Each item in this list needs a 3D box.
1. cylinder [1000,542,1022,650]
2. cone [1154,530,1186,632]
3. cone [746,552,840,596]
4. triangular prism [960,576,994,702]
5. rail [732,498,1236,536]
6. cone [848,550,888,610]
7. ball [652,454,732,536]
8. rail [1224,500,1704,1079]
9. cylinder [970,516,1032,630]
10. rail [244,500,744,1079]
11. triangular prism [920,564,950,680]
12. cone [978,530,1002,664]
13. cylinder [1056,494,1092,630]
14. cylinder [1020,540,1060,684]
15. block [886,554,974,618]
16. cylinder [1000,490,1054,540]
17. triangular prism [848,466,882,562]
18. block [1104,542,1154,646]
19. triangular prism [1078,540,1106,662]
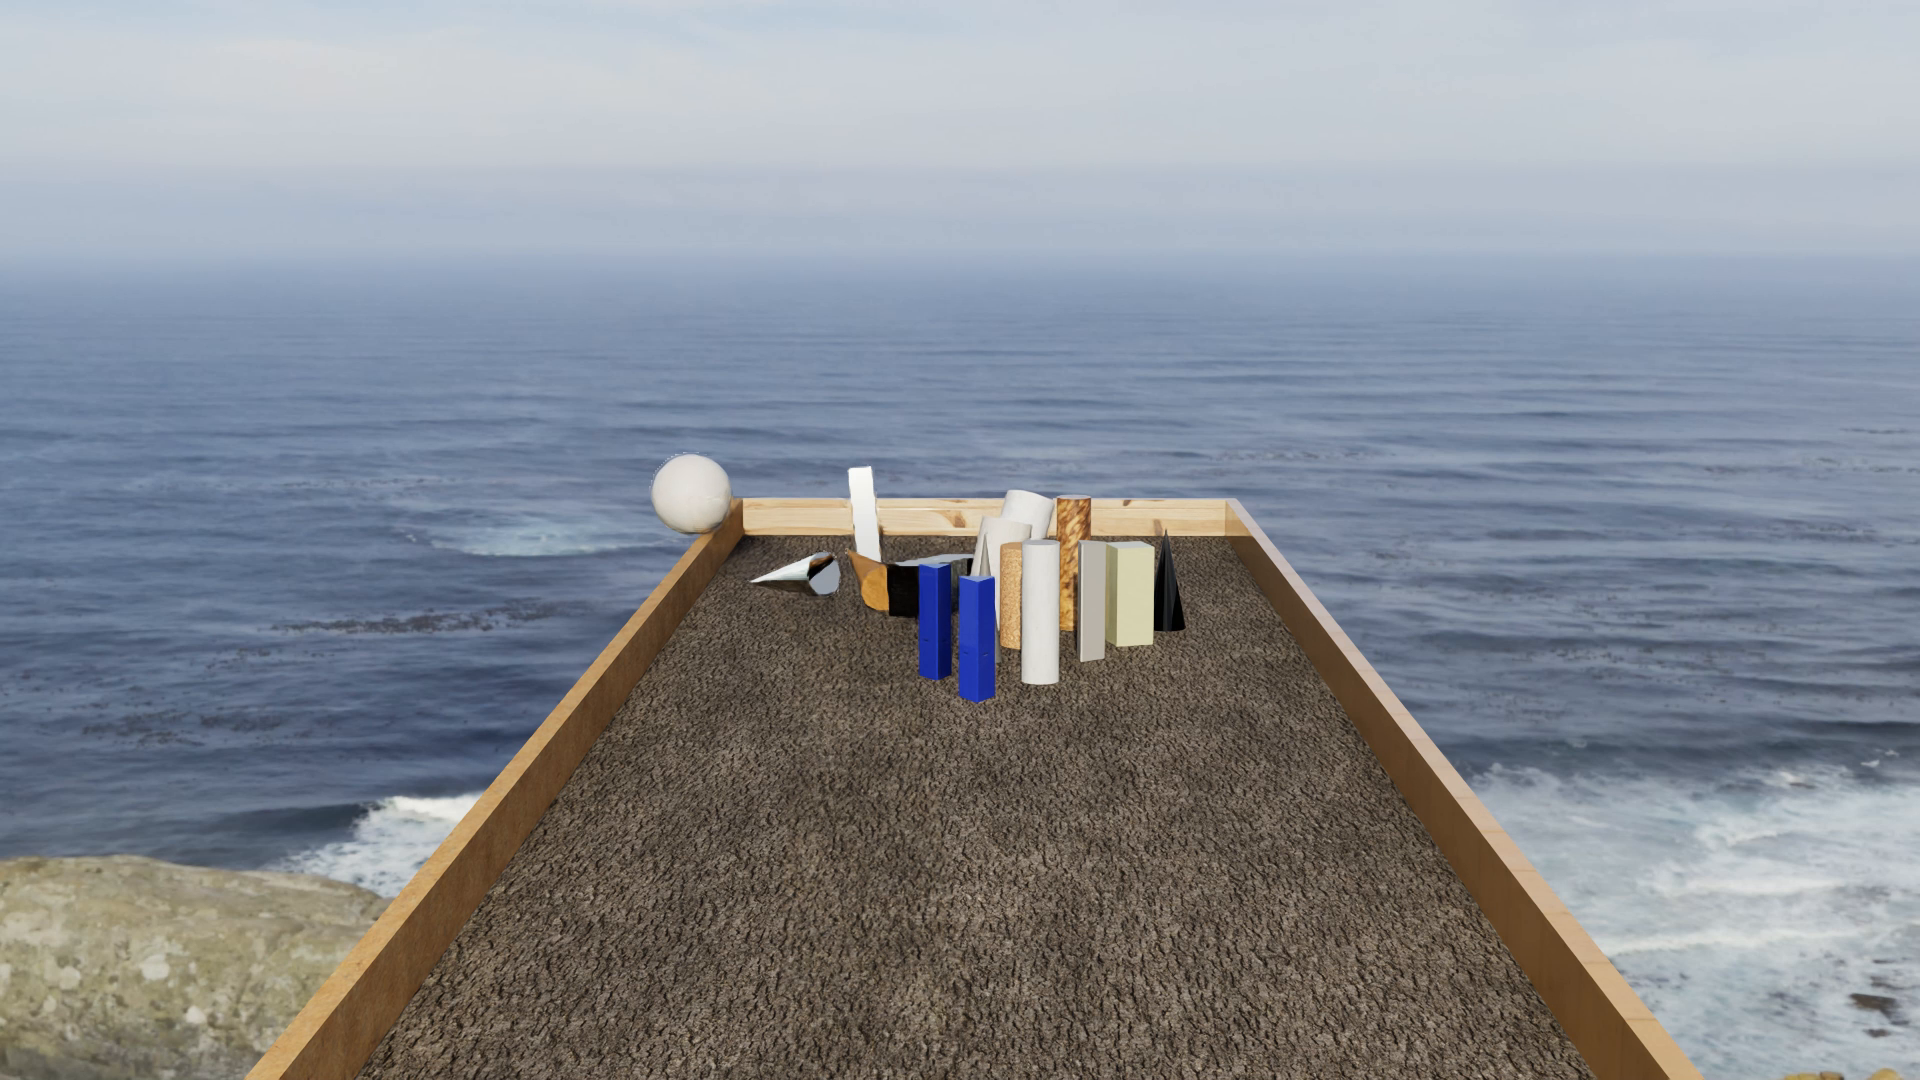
[{"bbox_3d":[0.212,0.173,6.919,0.172,0.313,0.172,0,9,0],"label":"cylinder"},{"bbox_3d":[0.670,0.121,7.177,0.140,0.334,0.140,0,9,0],"label":"cone"},{"bbox_3d":[-0.630,0.139,7.883,0.405,0.159,0.159,-7,2,41],"label":"cone"},{"bbox_3d":[0.036,0.275,6.178,0.086,0.343,0.099,5,10,30],"label":"triangular prism"},{"bbox_3d":[0.099,-0.098,9.147,2.100,0.150,0.050,0,9,1],"label":"rail"},{"bbox_3d":[-0.331,0.099,7.664,0.157,0.157,0.434,-3,19,-19],"label":"cone"},{"bbox_3d":[-0.995,-0.167,8.162,0.300,0.300,0.300,0,9,0],"label":"ball"},{"bbox_3d":[1.046,0.843,3.208,0.050,0.150,12.000,0,9,1],"label":"rail"},{"bbox_3d":[0.120,0.107,7.122,0.168,0.350,0.168,11,1,0],"label":"cylinder"},{"bbox_3d":[-1.004,0.839,3.234,0.050,0.150,12.000,0,9,1],"label":"rail"},{"bbox_3d":[-0.061,0.237,6.452,0.080,0.333,0.092,-6,11,-34],"label":"triangular prism"},{"bbox_3d":[0.076,0.166,6.665,0.105,0.406,0.105,0,9,0],"label":"cone"},{"bbox_3d":[0.370,0.073,7.171,0.113,0.431,0.113,0,9,0],"label":"cylinder"},{"bbox_3d":[0.234,0.208,6.394,0.112,0.407,0.112,0,9,0],"label":"cylinder"},{"bbox_3d":[-0.074,0.153,7.438,0.175,0.175,0.309,2,8,43],"label":"block"},{"bbox_3d":[0.184,0.048,7.337,0.168,0.397,0.168,15,-14,4],"label":"cylinder"},{"bbox_3d":[-0.356,-0.081,8.295,0.089,0.376,0.077,-6,-3,1],"label":"triangular prism"},{"bbox_3d":[0.534,0.169,6.951,0.122,0.311,0.122,-3,9,-16],"label":"block"},{"bbox_3d":[0.384,0.183,6.706,0.089,0.360,0.077,-6,11,-34],"label":"triangular prism"}]
